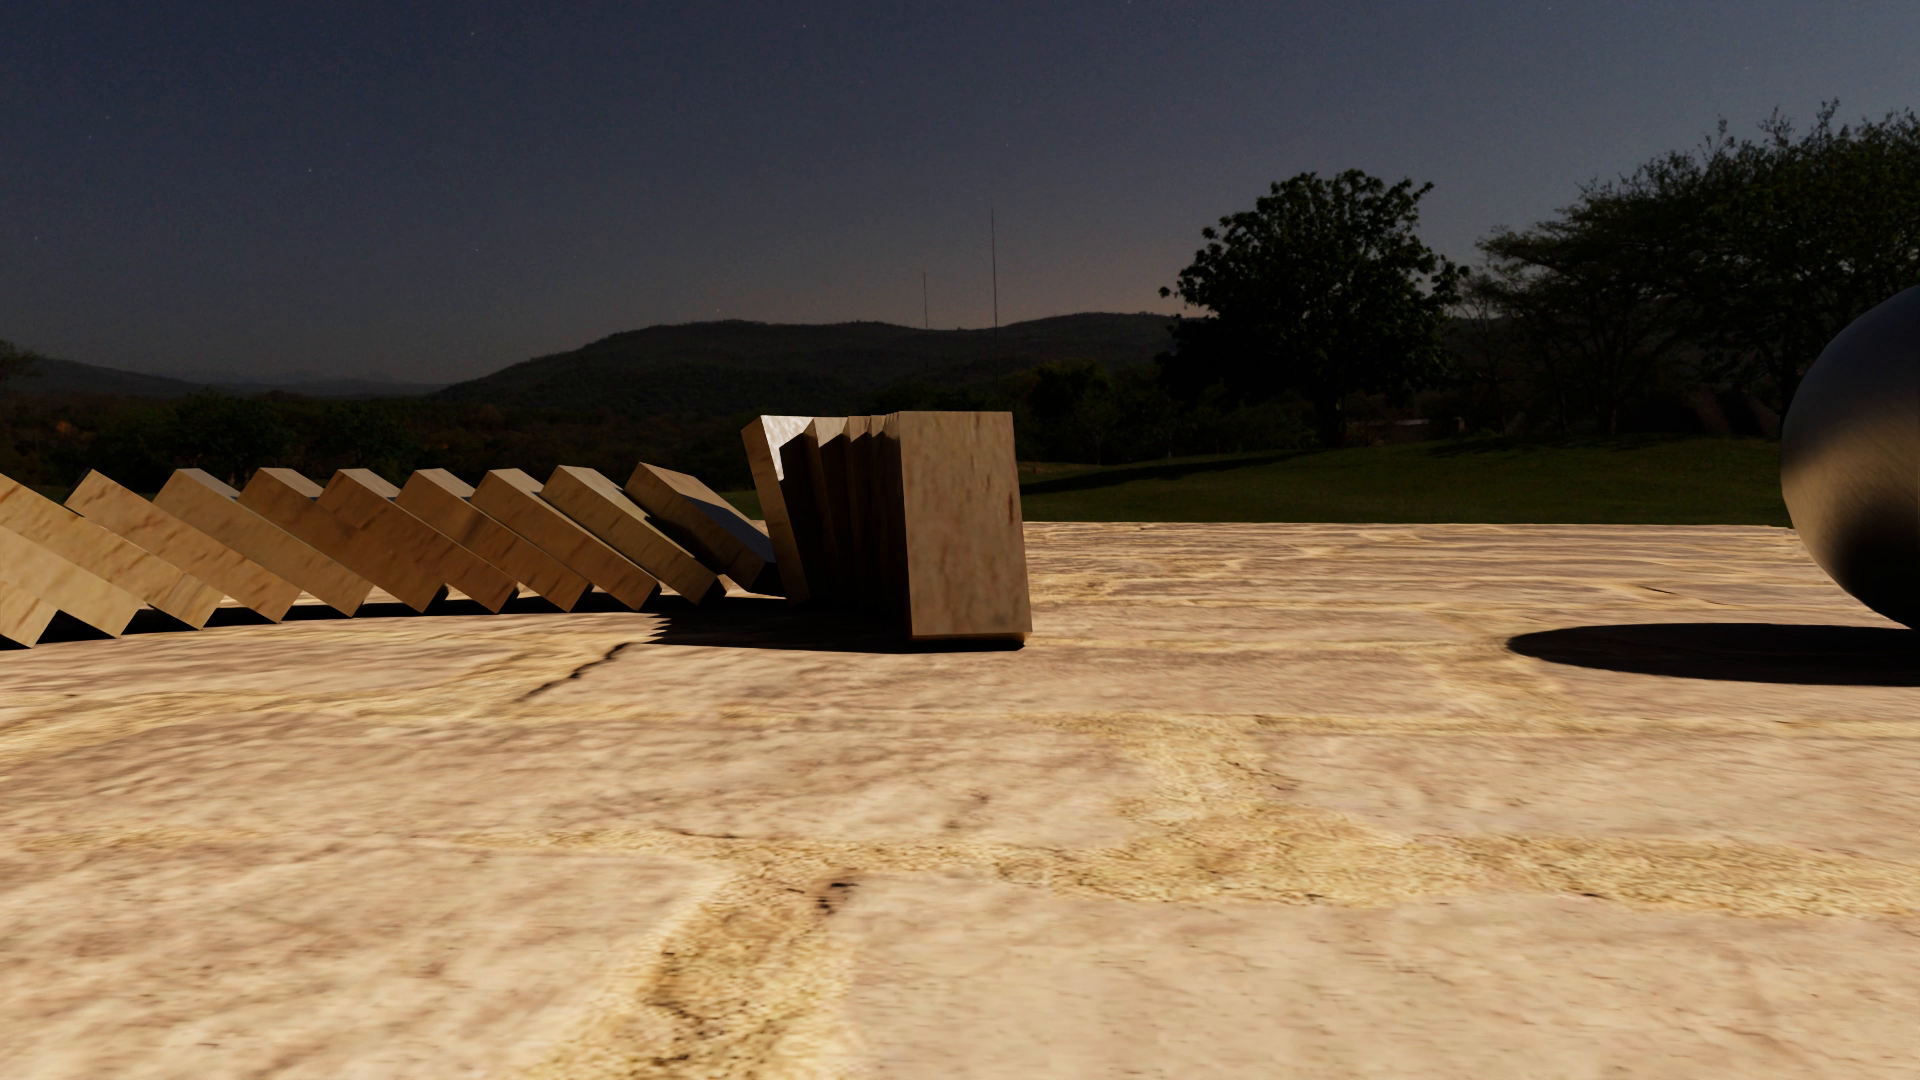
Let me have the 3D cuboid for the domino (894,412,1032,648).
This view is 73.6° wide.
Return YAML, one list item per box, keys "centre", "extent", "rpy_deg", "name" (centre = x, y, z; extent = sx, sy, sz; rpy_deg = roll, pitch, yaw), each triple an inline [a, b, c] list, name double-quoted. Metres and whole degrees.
- centre: [0.000, -0.003, 0.275]
  extent: [0.025, 0.050, 0.010]
  rpy_deg: [-1, -20, -10]
  name: "domino"

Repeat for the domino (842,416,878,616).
- centre: [-0.015, -0.007, 0.325]
  extent: [0.025, 0.050, 0.009]
  rpy_deg: [-1, -20, -16]
  name: "domino"

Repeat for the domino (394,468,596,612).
- centre: [-0.118, 0.000, 0.332]
  extent: [0.050, 0.010, 0.025]
  rpy_deg: [34, 0, -8]
  name: "domino"

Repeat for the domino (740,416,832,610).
- centre: [-0.039, -0.008, 0.340]
  extent: [0.025, 0.050, 0.010]
  rpy_deg: [-4, -18, -46]
  name: "domino"

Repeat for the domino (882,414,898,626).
- centre: [-0.004, -0.005, 0.305]
  extent: [0.025, 0.050, 0.009]
  rpy_deg: [-1, -20, -10]
  name: "domino"

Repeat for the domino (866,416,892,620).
- centre: [-0.009, -0.006, 0.315]
  extent: [0.025, 0.050, 0.010]
  rpy_deg: [-1, -20, -11]
  name: "domino"

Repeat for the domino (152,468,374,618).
- centre: [-0.169, 0.000, 0.317]
  extent: [0.050, 0.009, 0.025]
  rpy_deg: [35, -9, -19]
  name: "domino"

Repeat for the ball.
- centre: [0.218, -0.018, 0.267]
  extent: [0.080, 0.080, 0.080]
  rpy_deg: [0, 4, 0]
  name: "ball"

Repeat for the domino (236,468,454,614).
- centre: [-0.153, 0.000, 0.324]
  extent: [0.050, 0.010, 0.025]
  rpy_deg: [34, -4, -11]
  name: "domino"

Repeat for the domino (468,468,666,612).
- centre: [-0.100, 0.000, 0.335]
  extent: [0.050, 0.010, 0.025]
  rpy_deg: [34, 2, -5]
  name: "domino"

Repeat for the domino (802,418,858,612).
- centre: [-0.024, -0.007, 0.336]
  extent: [0.025, 0.050, 0.010]
  rpy_deg: [-2, -20, -28]
  name: "domino"

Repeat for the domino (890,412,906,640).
- centre: [-0.001, -0.004, 0.285]
  extent: [0.025, 0.050, 0.010]
  rpy_deg: [-1, -20, -10]
  name: "domino"

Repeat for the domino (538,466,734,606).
- centre: [-0.084, -0.001, 0.339]
  extent: [0.050, 0.009, 0.025]
  rpy_deg: [34, 3, 3]
  name: "domino"

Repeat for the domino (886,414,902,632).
- centre: [-0.003, -0.004, 0.295]
  extent: [0.025, 0.050, 0.009]
  rpy_deg: [-1, -20, -10]
  name: "domino"

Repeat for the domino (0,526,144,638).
- centre: [-0.205, 0.004, 0.274]
  extent: [0.025, 0.010, 0.050]
  rpy_deg: [3, -30, 39]
  name: "domino"

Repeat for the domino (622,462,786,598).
- centre: [-0.066, -0.002, 0.349]
  extent: [0.050, 0.010, 0.025]
  rpy_deg: [35, 8, 23]
  name: "domino"

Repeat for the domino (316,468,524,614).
- centre: [-0.135, 0.000, 0.327]
  extent: [0.050, 0.009, 0.025]
  rpy_deg: [34, -3, -10]
  name: "domino"

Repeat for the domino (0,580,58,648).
- centre: [-0.213, 0.005, 0.257]
  extent: [0.025, 0.010, 0.050]
  rpy_deg: [3, -29, 31]
  name: "domino"

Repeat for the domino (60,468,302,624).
- centre: [-0.183, 0.001, 0.302]
  extent: [0.050, 0.010, 0.025]
  rpy_deg: [40, -20, -31]
  name: "domino"

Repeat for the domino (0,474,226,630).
- centre: [-0.195, 0.003, 0.289]
  extent: [0.025, 0.009, 0.050]
  rpy_deg: [5, -29, 47]
  name: "domino"
